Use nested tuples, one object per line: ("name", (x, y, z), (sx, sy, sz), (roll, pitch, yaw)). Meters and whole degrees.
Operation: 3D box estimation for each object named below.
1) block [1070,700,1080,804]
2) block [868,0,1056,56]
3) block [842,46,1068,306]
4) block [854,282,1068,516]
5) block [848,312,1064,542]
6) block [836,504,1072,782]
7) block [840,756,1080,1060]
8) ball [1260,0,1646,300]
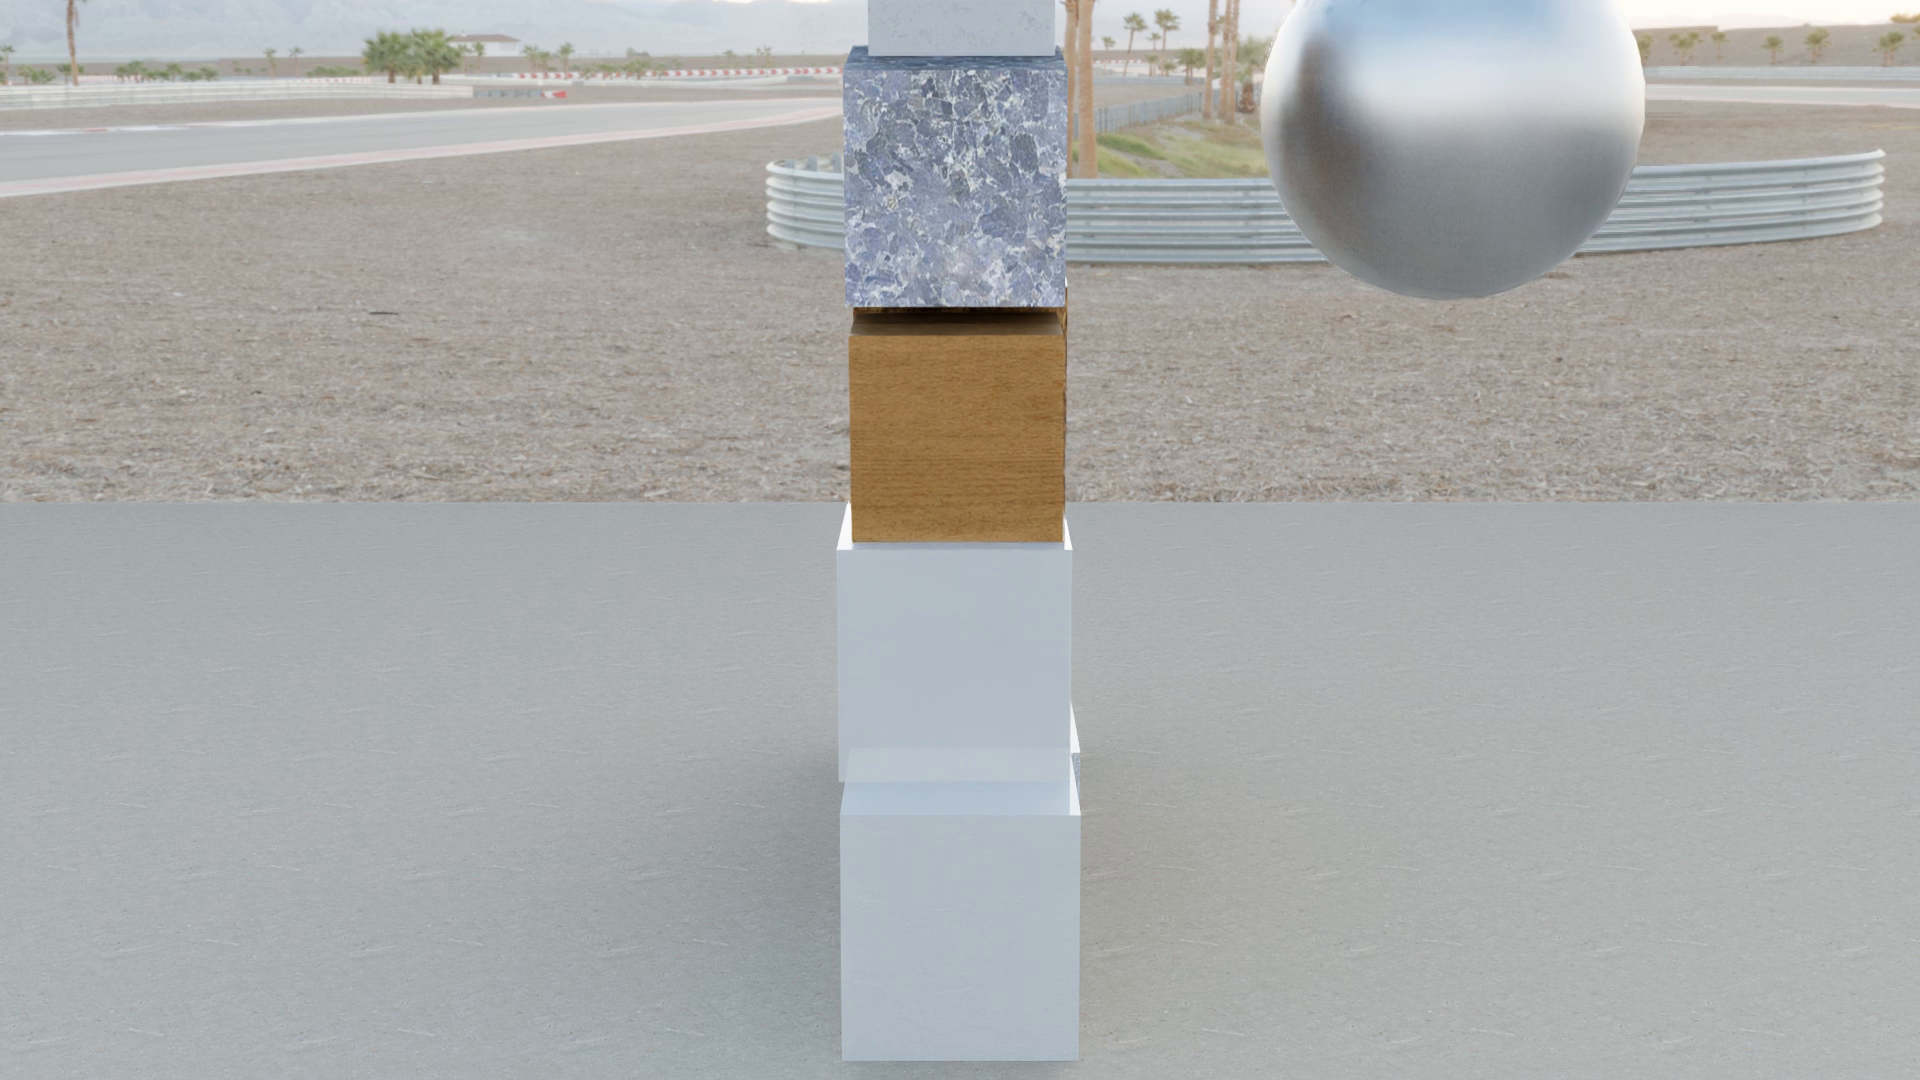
("block", (0.012, 1.185, 10.551), (0.915, 0.892, 0.929), (0, 10, 0))
("block", (0.005, -2.350, 10.073), (0.714, 0.809, 0.776), (0, 17, 0))
("block", (-0.017, -1.422, 9.907), (0.821, 0.875, 0.921), (0, 17, 0))
("block", (0.002, -0.659, 10.554), (0.835, 0.948, 0.903), (0, 16, 0))
("block", (-0.012, -0.439, 9.737), (0.780, 0.769, 0.730), (0, 12, 0))
("block", (-0.020, 0.377, 9.862), (0.856, 0.880, 0.905), (0, 11, 0))
("block", (0.001, 1.342, 9.622), (0.853, 0.917, 0.933), (0, 10, 0))
("ball", (2.074, -1.816, 10.850), (1.600, 1.600, 1.600), (0, 10, 0))
